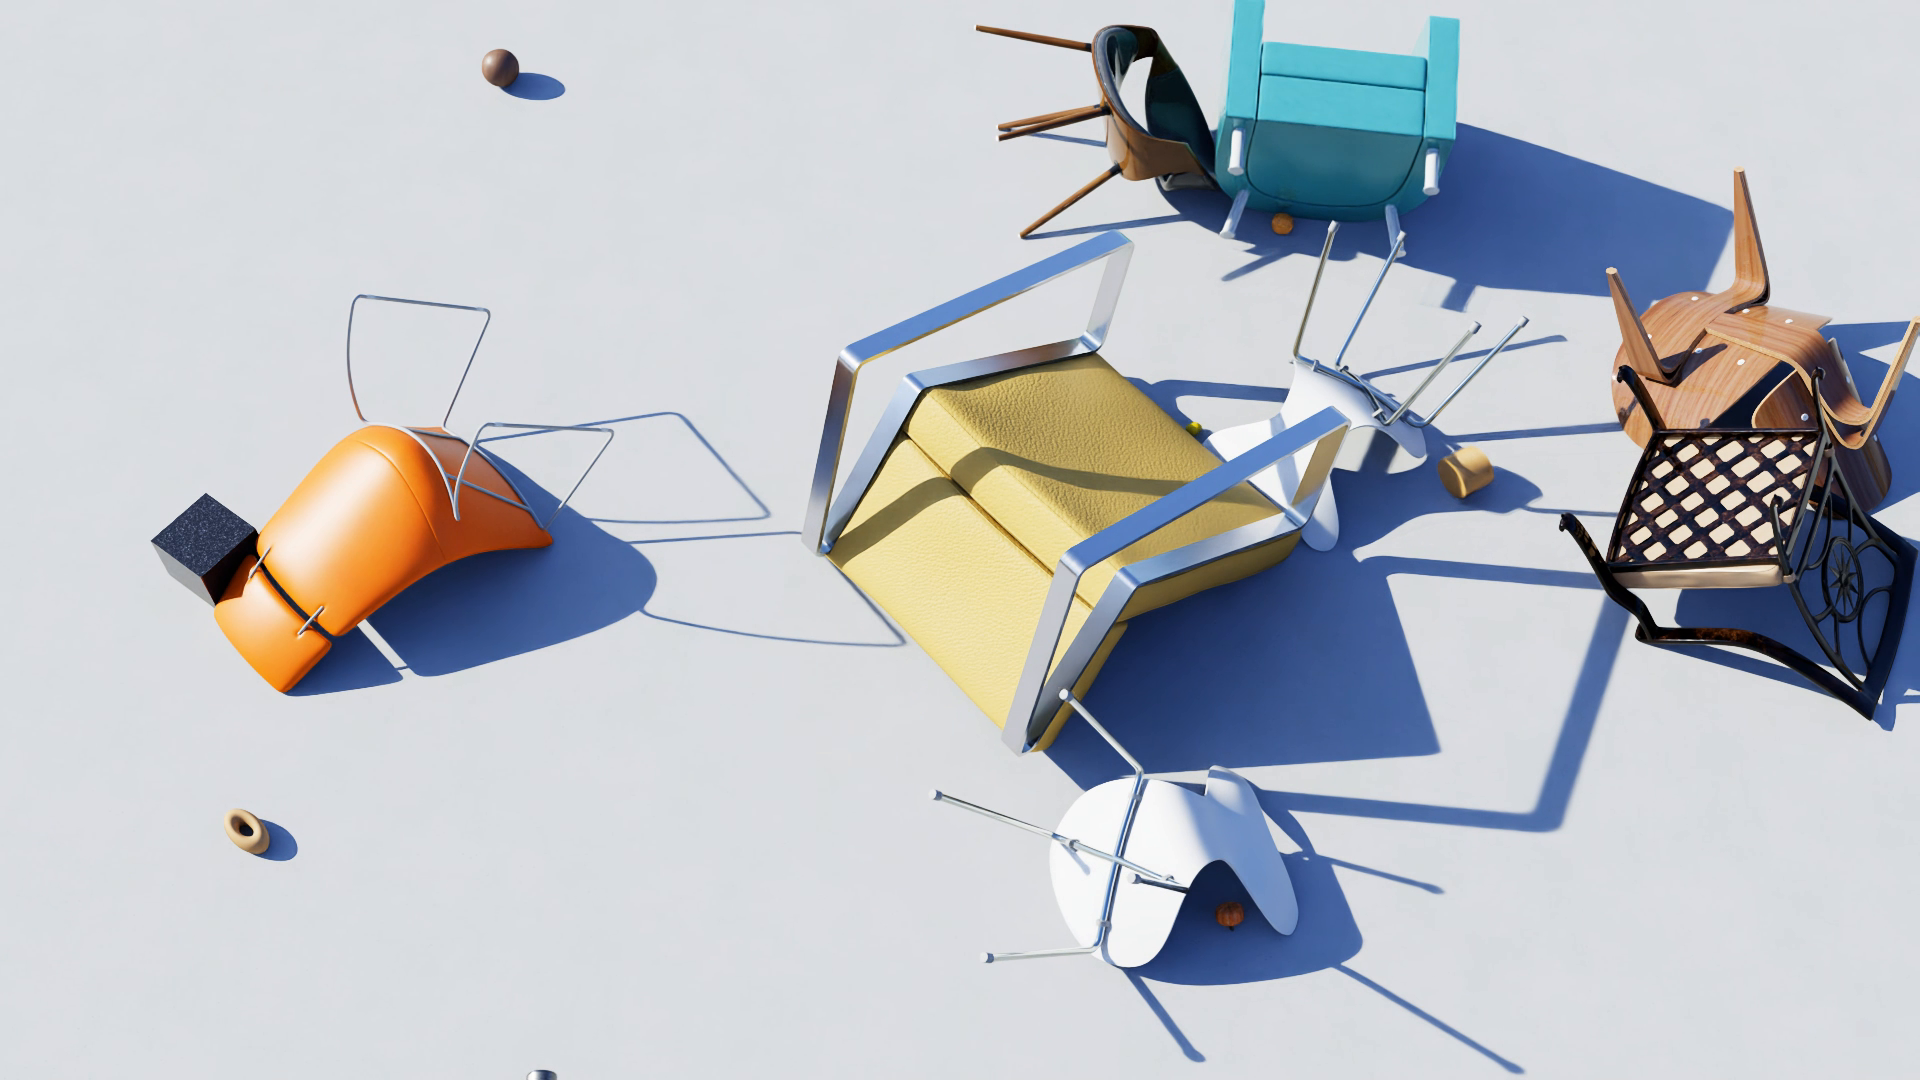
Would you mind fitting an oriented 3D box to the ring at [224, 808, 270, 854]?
[{"bbox_3d":[-1.948,0.795,6.005,0.161,0.060,0.091,38,62,21],"label":"ring"}]

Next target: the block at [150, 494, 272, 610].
[{"bbox_3d":[-2.191,0.035,6.442,0.212,0.181,0.213,32,62,20],"label":"block"}]

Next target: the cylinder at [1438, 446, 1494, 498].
[{"bbox_3d":[1.528,-0.205,6.641,0.109,0.117,0.136,-25,57,-16],"label":"cylinder"}]
